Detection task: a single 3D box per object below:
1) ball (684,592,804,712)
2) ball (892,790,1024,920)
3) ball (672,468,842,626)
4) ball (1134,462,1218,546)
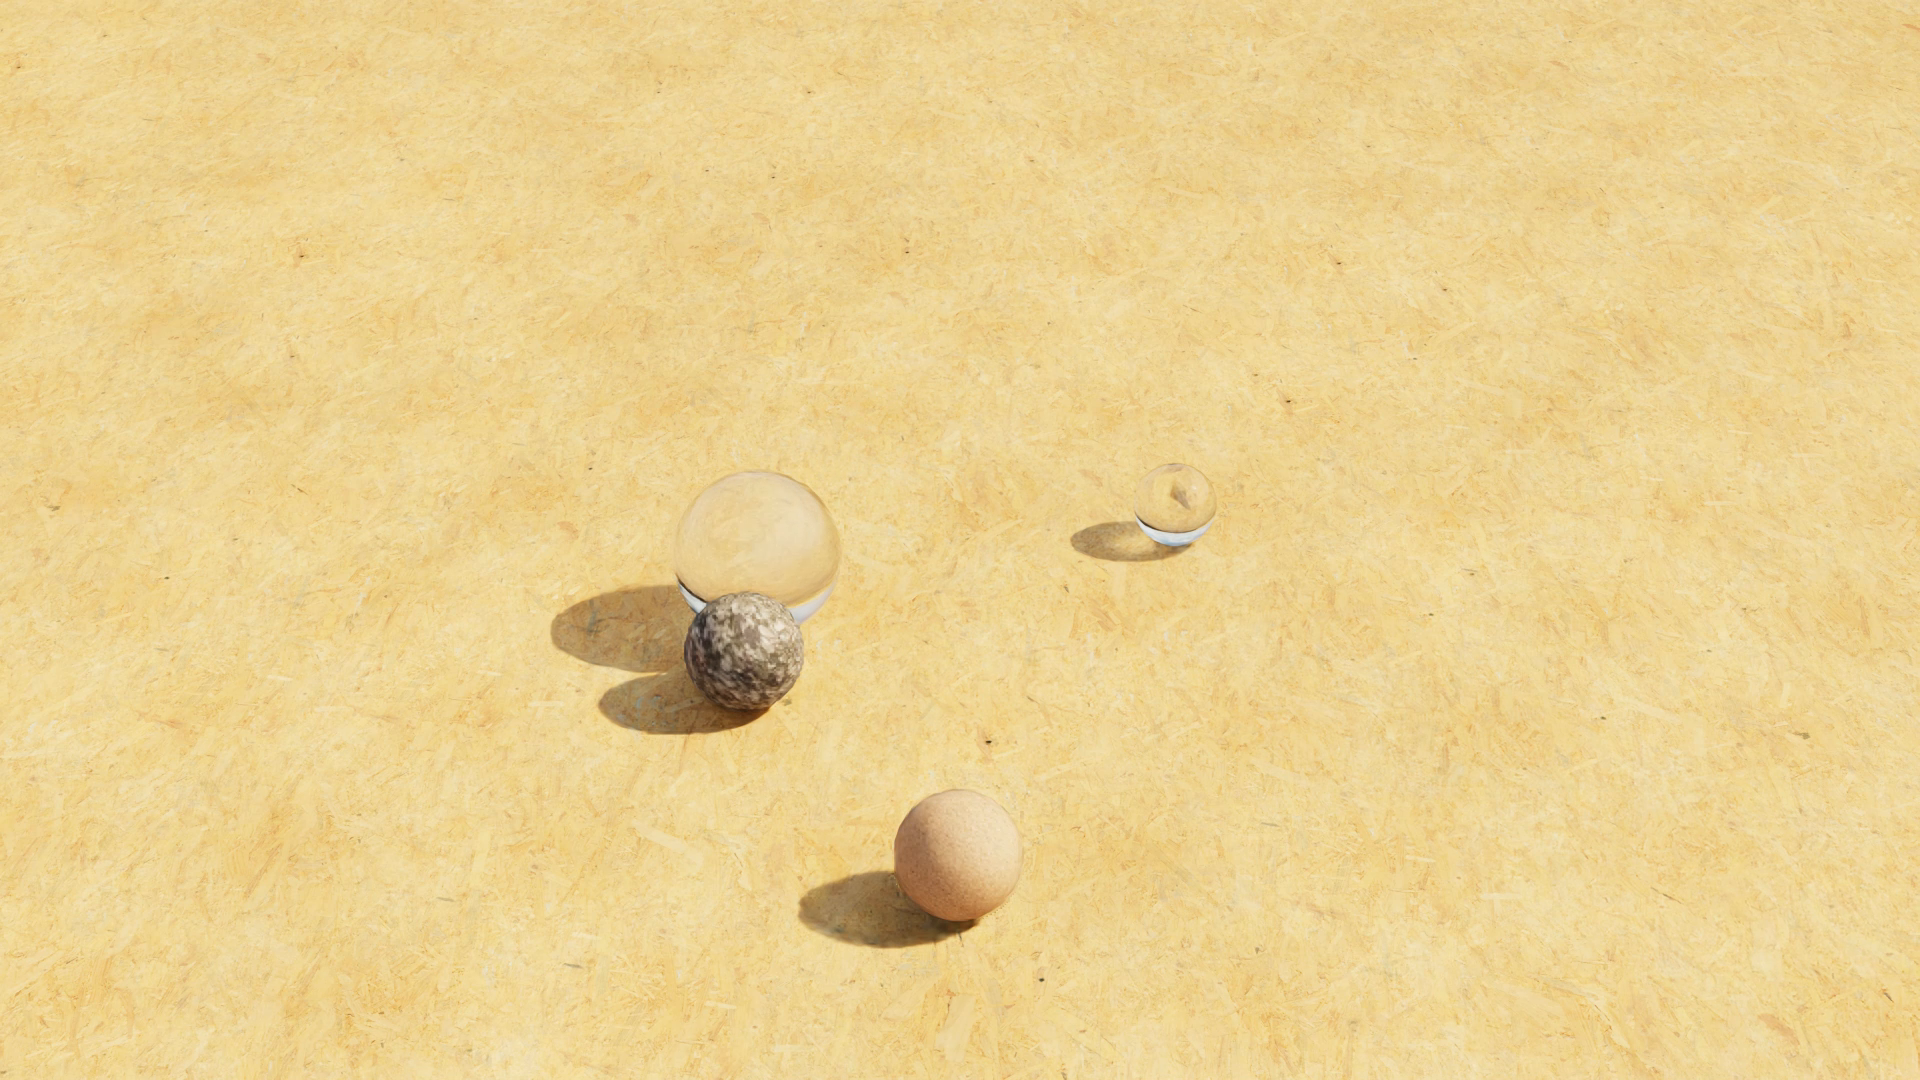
[{"bbox_3d":[-0.116,0.060,1.579,0.065,0.065,0.065,0,30,0],"label":"ball"},{"bbox_3d":[-0.001,0.152,1.419,0.063,0.063,0.063,0,30,0],"label":"ball"},{"bbox_3d":[-0.113,0.008,1.640,0.095,0.095,0.095,0,30,0],"label":"ball"},{"bbox_3d":[0.127,-0.021,1.736,0.050,0.050,0.050,0,30,0],"label":"ball"}]
